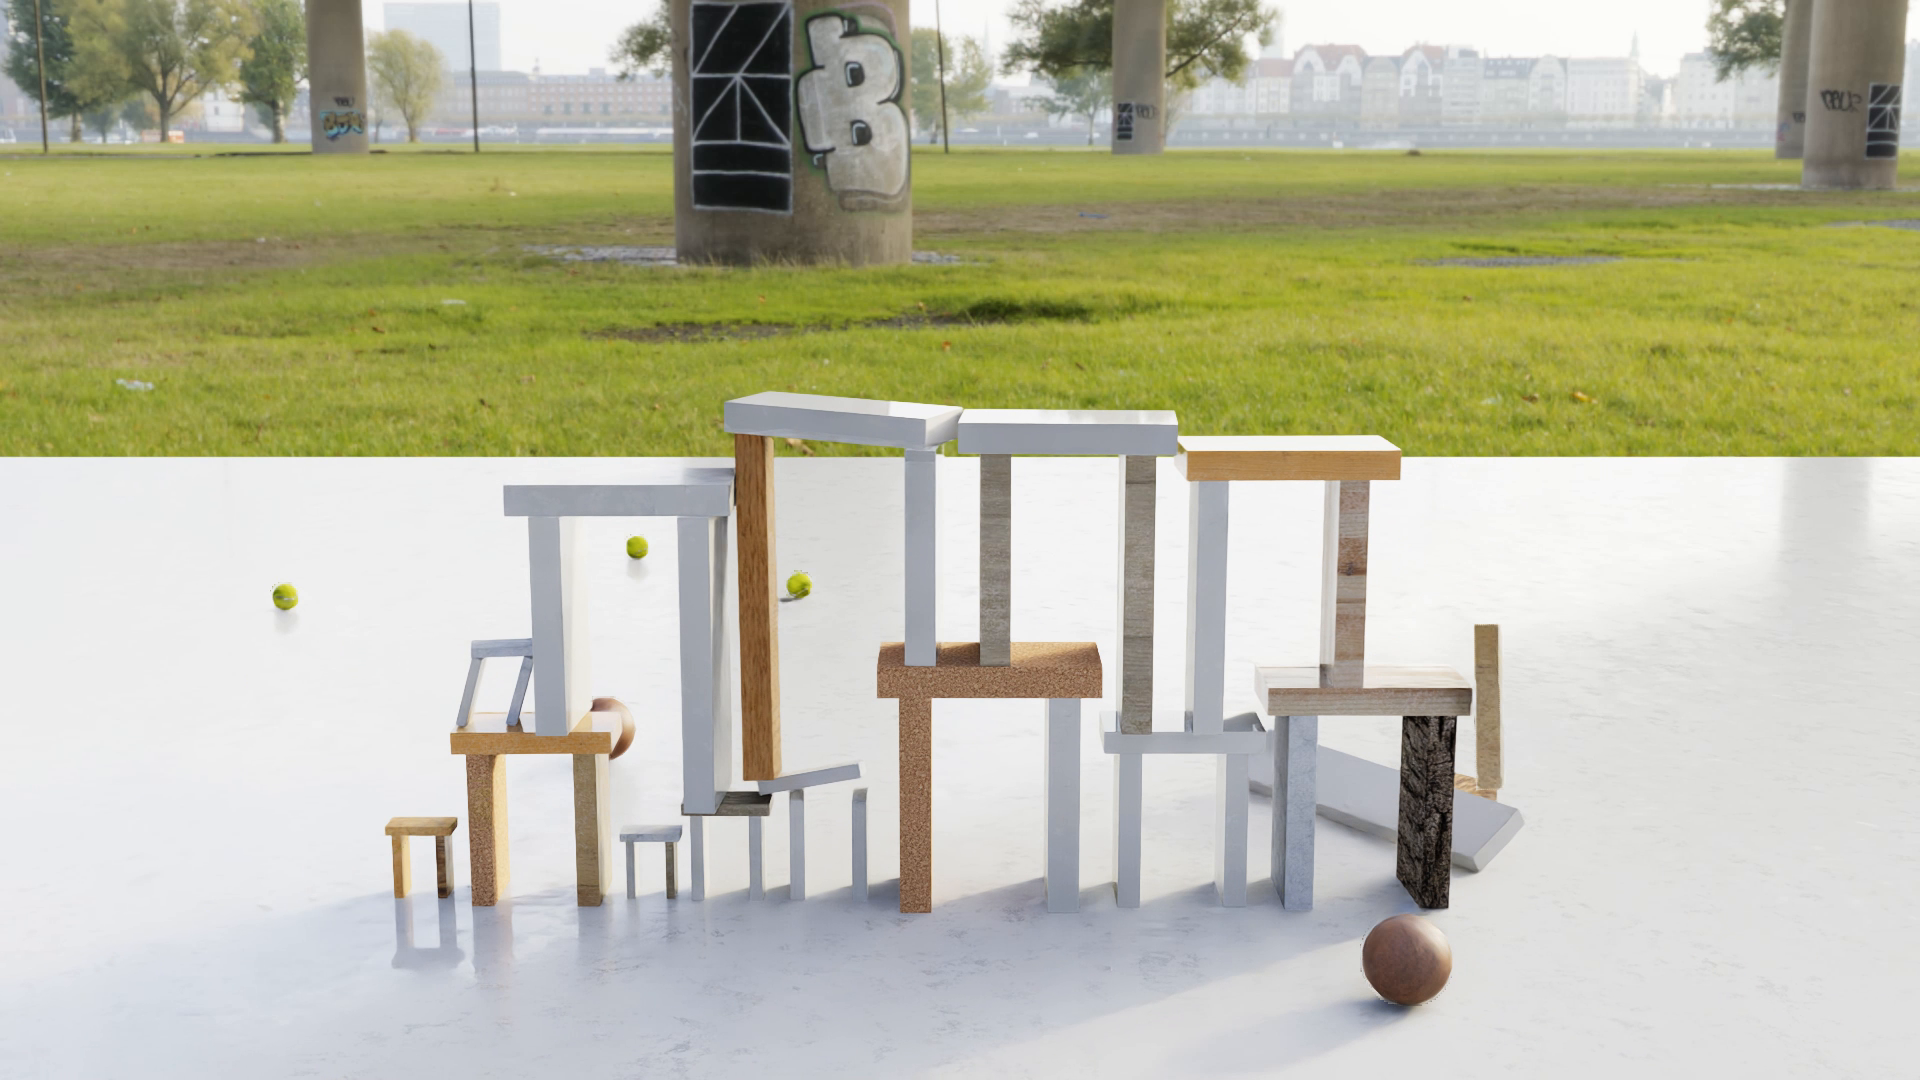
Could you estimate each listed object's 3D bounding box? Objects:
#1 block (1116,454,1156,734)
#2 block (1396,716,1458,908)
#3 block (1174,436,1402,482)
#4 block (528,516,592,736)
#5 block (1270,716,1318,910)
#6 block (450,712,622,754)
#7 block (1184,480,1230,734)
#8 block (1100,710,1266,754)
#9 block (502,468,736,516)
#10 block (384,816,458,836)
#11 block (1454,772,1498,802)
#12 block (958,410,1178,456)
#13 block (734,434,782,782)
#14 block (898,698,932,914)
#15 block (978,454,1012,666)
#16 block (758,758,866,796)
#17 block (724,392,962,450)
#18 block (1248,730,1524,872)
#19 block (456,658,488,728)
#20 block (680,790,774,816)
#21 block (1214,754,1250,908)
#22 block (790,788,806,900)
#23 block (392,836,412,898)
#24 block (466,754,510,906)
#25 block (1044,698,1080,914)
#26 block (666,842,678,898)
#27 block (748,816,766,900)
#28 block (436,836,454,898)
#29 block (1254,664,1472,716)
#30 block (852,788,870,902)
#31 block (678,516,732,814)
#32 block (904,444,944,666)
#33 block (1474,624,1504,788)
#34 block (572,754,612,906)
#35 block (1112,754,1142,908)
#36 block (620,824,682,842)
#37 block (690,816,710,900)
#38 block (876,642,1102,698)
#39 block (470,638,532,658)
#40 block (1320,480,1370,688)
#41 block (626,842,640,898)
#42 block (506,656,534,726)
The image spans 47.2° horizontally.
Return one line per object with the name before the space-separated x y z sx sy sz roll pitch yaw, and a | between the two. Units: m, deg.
block | 0.285 0.073 3.573 0.049 0.456 0.171 0 11 1
block | 0.773 0.428 3.648 0.046 0.327 0.163 0 11 -3
block | 0.523 -0.132 3.534 0.338 0.048 0.169 0 11 -1
block | -0.651 0.123 3.585 0.050 0.356 0.178 1 11 3
block | 0.553 0.429 3.644 0.046 0.327 0.163 0 11 0
block | -0.695 0.317 3.619 0.259 0.037 0.130 0 11 -1
block | 0.401 0.094 3.577 0.048 0.413 0.169 0 11 1
block | 0.363 0.315 3.616 0.261 0.037 0.130 0 11 0
block | -0.543 -0.078 3.557 0.356 0.050 0.178 0 11 -1
block | -0.894 0.475 3.652 0.108 0.015 0.054 0 11 0
block | 0.882 0.487 4.126 0.258 0.037 0.129 -10 15 -44
block | 0.173 -0.173 3.517 0.343 0.049 0.171 1 11 4
block | -0.334 0.109 3.653 0.049 0.564 0.174 -2 -1 0
block | -0.072 0.414 3.633 0.051 0.360 0.180 0 11 0
block | 0.056 0.017 3.562 0.049 0.343 0.171 0 11 0
block | -0.245 0.393 3.646 0.170 0.024 0.085 -10 -1 4
block | -0.189 -0.196 3.579 0.347 0.049 0.174 6 11 19
block | 0.749 0.471 4.043 0.129 0.037 0.631 -40 29 -23
block | -0.799 0.243 3.601 0.016 0.116 0.058 15 10 -4
block | -0.385 0.436 3.641 0.146 0.021 0.073 0 11 0
block | 0.450 0.462 3.645 0.037 0.261 0.131 0 11 0
block | -0.271 0.504 3.663 0.024 0.170 0.085 -1 10 -4
block | -0.930 0.536 3.663 0.015 0.108 0.054 0 11 0
block | -0.782 0.462 3.649 0.037 0.259 0.130 0 11 0
block | 0.168 0.414 3.633 0.051 0.360 0.180 0 11 0
block | -0.480 0.542 3.659 0.014 0.098 0.049 0 11 0
block | -0.336 0.518 3.657 0.021 0.146 0.073 0 11 1
block | -0.858 0.536 3.663 0.015 0.108 0.054 0 11 0
block | 0.658 0.245 3.611 0.327 0.046 0.163 0 11 0
block | -0.166 0.506 3.658 0.024 0.170 0.085 0 11 0
block | -0.416 0.187 3.597 0.050 0.486 0.178 1 11 3
block | -0.057 0.015 3.562 0.049 0.347 0.174 1 11 4
block | 0.849 0.264 3.525 0.037 0.258 0.129 -1 -3 16
block | -0.609 0.462 3.649 0.037 0.259 0.130 0 11 0
block | 0.276 0.462 3.643 0.037 0.261 0.131 0 11 0
block | -0.512 0.487 3.649 0.098 0.014 0.049 0 11 0
block | -0.433 0.518 3.658 0.021 0.146 0.073 0 11 1
block | 0.048 0.211 3.596 0.360 0.051 0.180 0 11 0
block | -0.740 0.176 3.595 0.116 0.016 0.058 -2 11 -10
block | 0.625 0.056 3.578 0.048 0.338 0.169 0 11 1
block | -0.545 0.542 3.659 0.014 0.098 0.049 0 11 0
block | -0.719 0.242 3.606 0.016 0.116 0.058 16 9 -8
